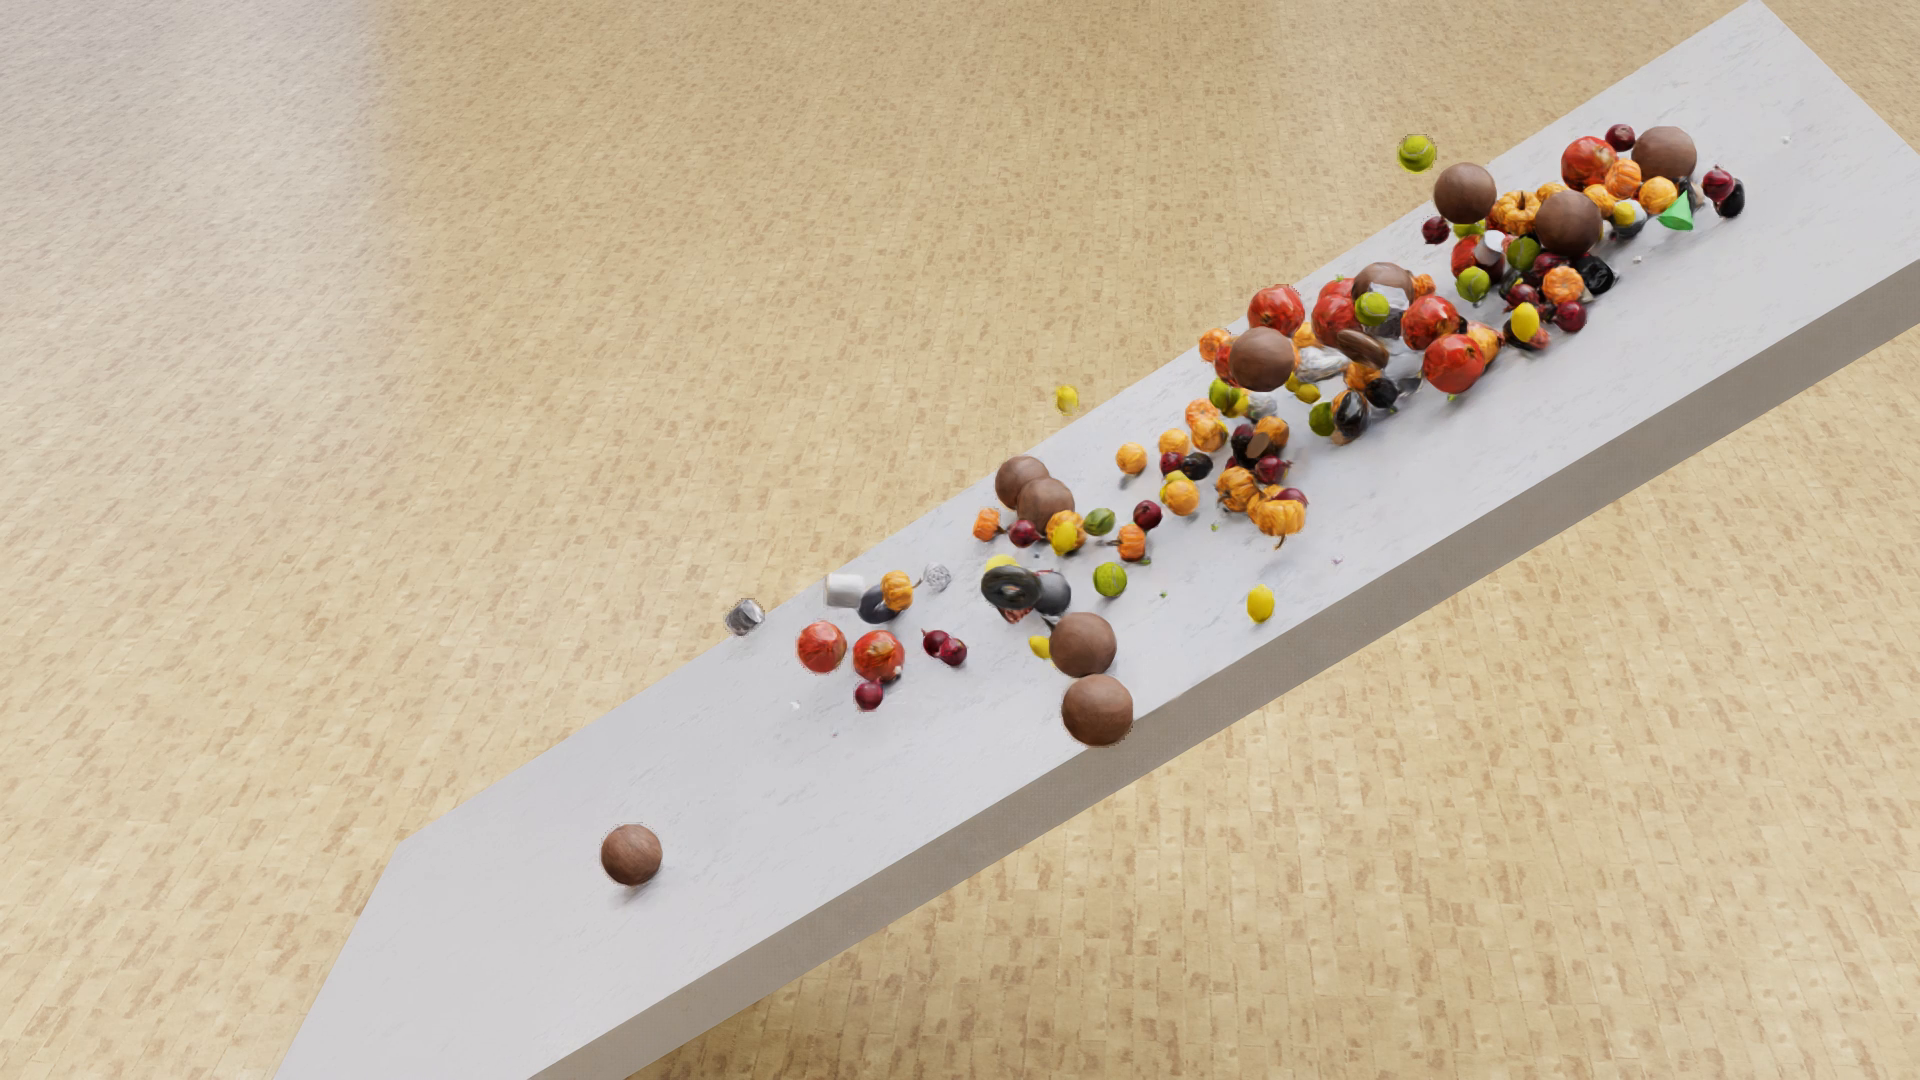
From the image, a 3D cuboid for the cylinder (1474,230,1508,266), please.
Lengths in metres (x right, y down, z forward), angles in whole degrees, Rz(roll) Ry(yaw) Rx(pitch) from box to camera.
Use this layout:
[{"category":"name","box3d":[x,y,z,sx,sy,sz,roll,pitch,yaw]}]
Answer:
[{"category":"cylinder","box3d":[1.088,-0.599,6.024,0.053,0.053,0.053,7,61,-13]}]

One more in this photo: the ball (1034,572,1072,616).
[{"category":"ball","box3d":[0.185,0.111,6.025,0.087,0.087,0.087,0,21,0]}]

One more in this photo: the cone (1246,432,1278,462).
[{"category":"cone","box3d":[0.620,-0.174,5.913,0.064,0.064,0.064,34,5,-28]}]

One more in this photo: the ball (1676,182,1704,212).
[{"category":"ball","box3d":[1.426,-0.670,5.744,0.056,0.056,0.056,0,21,0]}]

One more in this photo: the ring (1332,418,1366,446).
[{"category":"ring","box3d":[0.774,-0.217,5.852,0.077,0.026,0.077,-32,16,11]}]

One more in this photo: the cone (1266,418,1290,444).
[{"category":"cone","box3d":[0.673,-0.228,6.105,0.052,0.052,0.052,13,14,31]}]

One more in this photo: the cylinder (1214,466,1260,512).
[{"category":"cylinder","box3d":[0.557,-0.103,5.901,0.067,0.067,0.067,-36,25,0]}]

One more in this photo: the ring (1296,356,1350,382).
[{"category":"ring","box3d":[0.721,-0.340,5.854,0.110,0.037,0.110,-13,-4,-1]}]

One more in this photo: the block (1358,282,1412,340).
[{"category":"block","box3d":[0.856,-0.461,5.936,0.074,0.074,0.074,10,40,-13]}]

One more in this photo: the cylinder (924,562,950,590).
[{"category":"cylinder","box3d":[-0.052,0.081,6.678,0.054,0.054,0.054,-3,10,-8]}]

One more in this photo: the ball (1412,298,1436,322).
[{"category":"ball","box3d":[0.973,-0.482,6.167,0.051,0.051,0.051,0,21,0]}]

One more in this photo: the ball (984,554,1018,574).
[{"category":"ball","box3d":[0.088,0.068,6.143,0.075,0.075,0.075,0,21,0]}]

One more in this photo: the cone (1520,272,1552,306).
[{"category":"cone","box3d":[1.164,-0.505,5.867,0.065,0.065,0.065,18,22,38]}]

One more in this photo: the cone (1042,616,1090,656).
[{"category":"cone","box3d":[0.196,0.168,5.767,0.088,0.088,0.088,29,24,0]}]

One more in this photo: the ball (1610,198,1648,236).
[{"category":"ball","box3d":[1.326,-0.640,5.837,0.073,0.073,0.073,0,21,0]}]

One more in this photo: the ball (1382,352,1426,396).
[{"category":"ball","box3d":[0.882,-0.330,5.838,0.088,0.088,0.088,0,21,0]}]

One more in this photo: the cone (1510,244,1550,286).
[{"category":"cone","box3d":[1.152,-0.551,5.984,0.085,0.085,0.085,12,-3,1]}]

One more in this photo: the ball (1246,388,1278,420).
[{"category":"ball","box3d":[0.642,-0.289,6.270,0.068,0.068,0.068,0,21,0]}]

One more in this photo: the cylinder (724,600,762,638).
[{"category":"cylinder","box3d":[-0.534,0.194,7.273,0.067,0.067,0.067,33,33,-25]}]

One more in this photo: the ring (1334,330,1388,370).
[{"category":"ring","box3d":[0.775,-0.368,5.675,0.115,0.038,0.115,30,-7,4]}]

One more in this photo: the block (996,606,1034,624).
[{"category":"block","box3d":[0.111,0.137,6.171,0.054,0.054,0.054,-38,15,-8]}]

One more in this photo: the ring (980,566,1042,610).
[{"category":"ring","box3d":[0.103,0.096,5.891,0.125,0.125,0.042,3,54,8]}]

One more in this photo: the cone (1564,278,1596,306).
[{"category":"cone","box3d":[1.199,-0.466,5.641,0.056,0.056,0.056,17,12,-27]}]

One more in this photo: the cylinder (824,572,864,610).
[{"category":"cylinder","box3d":[-0.260,0.114,6.572,0.077,0.077,0.077,5,20,-8]}]

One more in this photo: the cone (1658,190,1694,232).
[{"category":"cone","box3d":[1.375,-0.636,5.610,0.070,0.070,0.070,18,-10,3]}]

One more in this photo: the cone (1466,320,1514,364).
[{"category":"cone","box3d":[1.043,-0.391,5.743,0.087,0.087,0.087,-4,18,26]}]

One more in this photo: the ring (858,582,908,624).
[{"category":"ring","box3d":[-0.177,0.143,6.678,0.124,0.124,0.041,-11,52,-26]}]

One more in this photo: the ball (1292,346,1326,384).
[{"category":"ball","box3d":[0.710,-0.354,5.958,0.075,0.075,0.075,0,21,0]}]

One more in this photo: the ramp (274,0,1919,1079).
[{"category":"ramp","box3d":[0.137,0.173,6.302,4.000,0.100,2.000,-32,16,15]}]

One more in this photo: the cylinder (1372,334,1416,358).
[{"category":"cylinder","box3d":[0.878,-0.386,5.976,0.070,0.070,0.070,5,14,-37]}]

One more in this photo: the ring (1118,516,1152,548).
[{"category":"ring","box3d":[0.362,-0.015,6.079,0.027,0.082,0.082,48,40,16]}]
